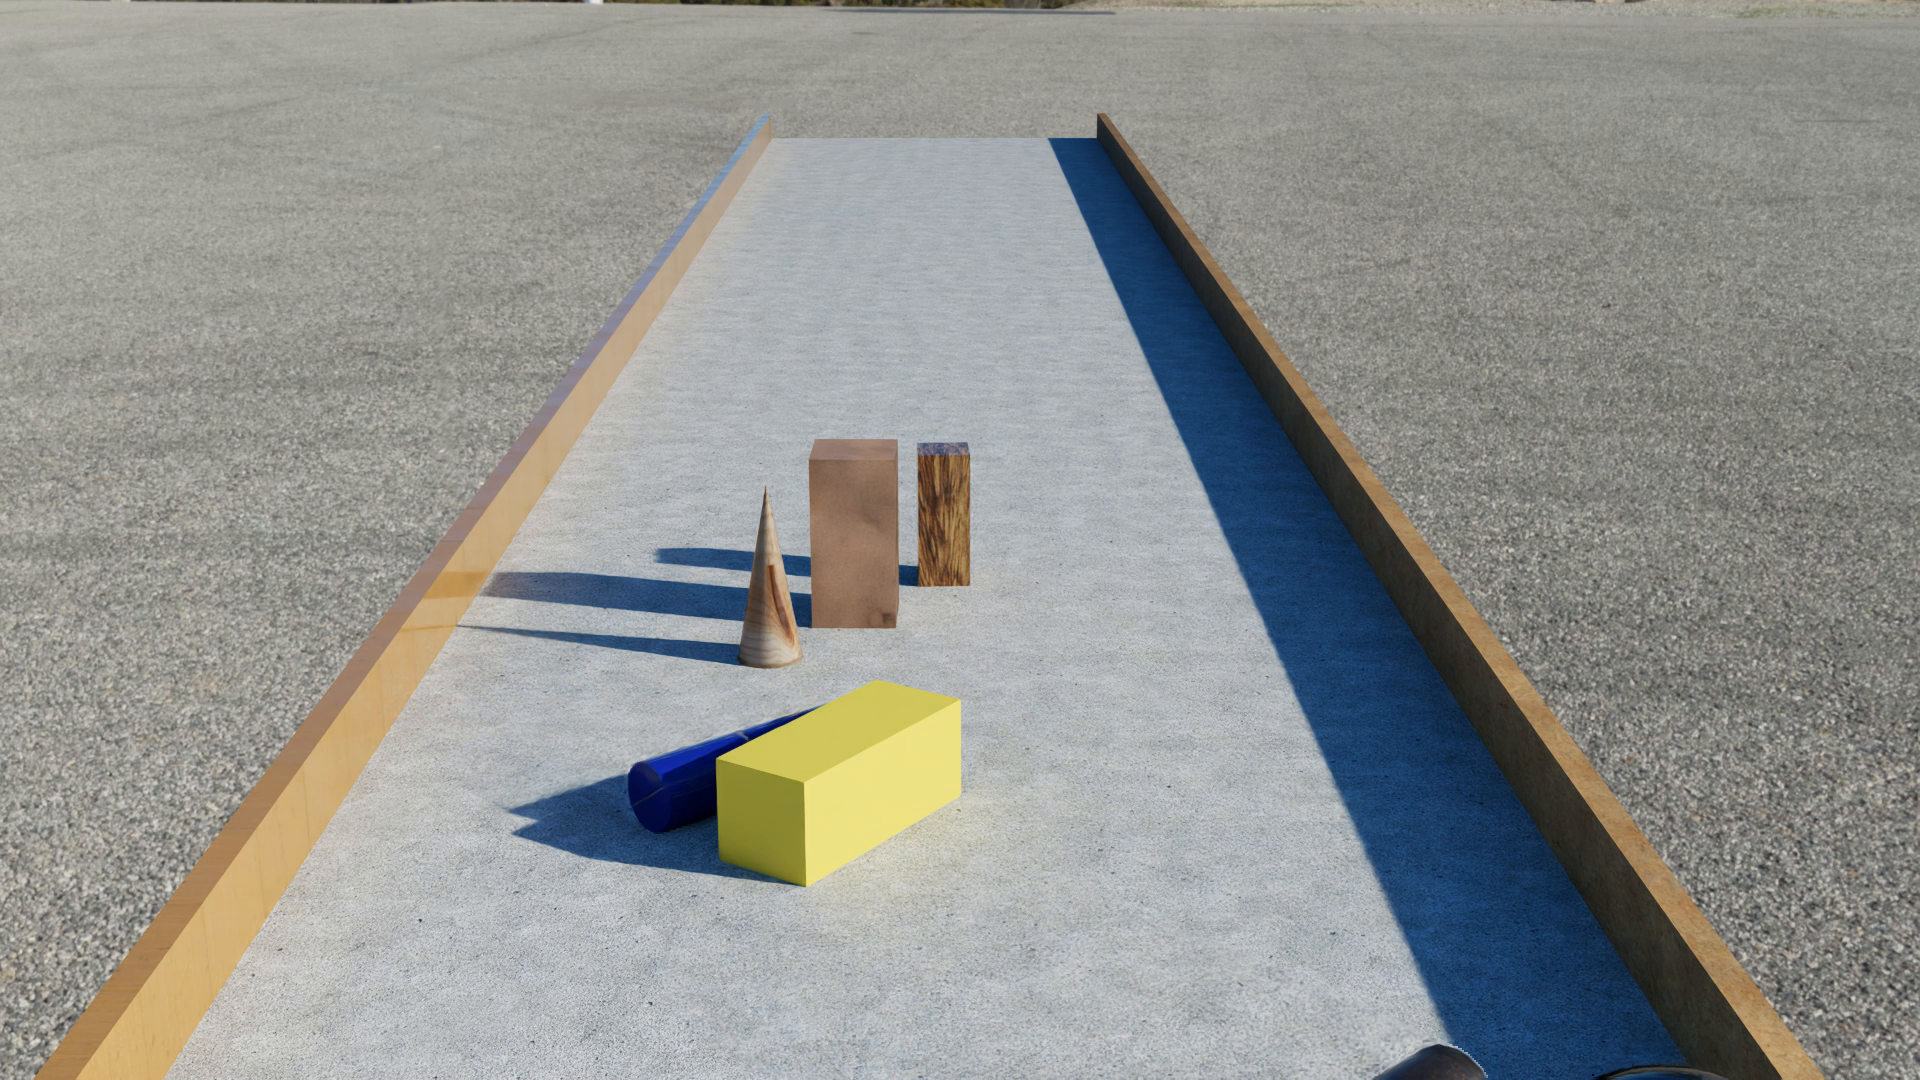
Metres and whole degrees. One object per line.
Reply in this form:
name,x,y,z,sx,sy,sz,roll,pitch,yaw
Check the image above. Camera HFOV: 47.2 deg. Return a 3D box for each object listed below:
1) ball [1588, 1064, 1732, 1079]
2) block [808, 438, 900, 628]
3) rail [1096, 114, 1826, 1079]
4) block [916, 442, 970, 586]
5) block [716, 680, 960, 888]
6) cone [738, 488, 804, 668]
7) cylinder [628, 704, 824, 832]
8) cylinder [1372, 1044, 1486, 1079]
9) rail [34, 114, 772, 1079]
ball,0.715,0.711,2.210,0.357,0.357,0.357,0,17,0
block,-0.221,-0.015,4.637,0.176,0.364,0.176,0,17,1
rail,0.932,-0.844,7.801,0.050,0.150,12.000,0,17,-1
block,-0.038,-0.057,4.892,0.114,0.300,0.114,-1,17,-3
block,-0.191,0.390,3.607,0.176,0.176,0.432,11,20,32
cone,-0.382,0.062,4.378,0.132,0.365,0.132,0,17,0
cylinder,-0.364,0.383,3.729,0.396,0.120,0.120,-15,22,-40
cylinder,0.464,0.721,2.582,0.389,0.126,0.126,-15,22,-41
rail,-1.118,-0.838,7.780,0.050,0.150,12.000,0,17,-1
